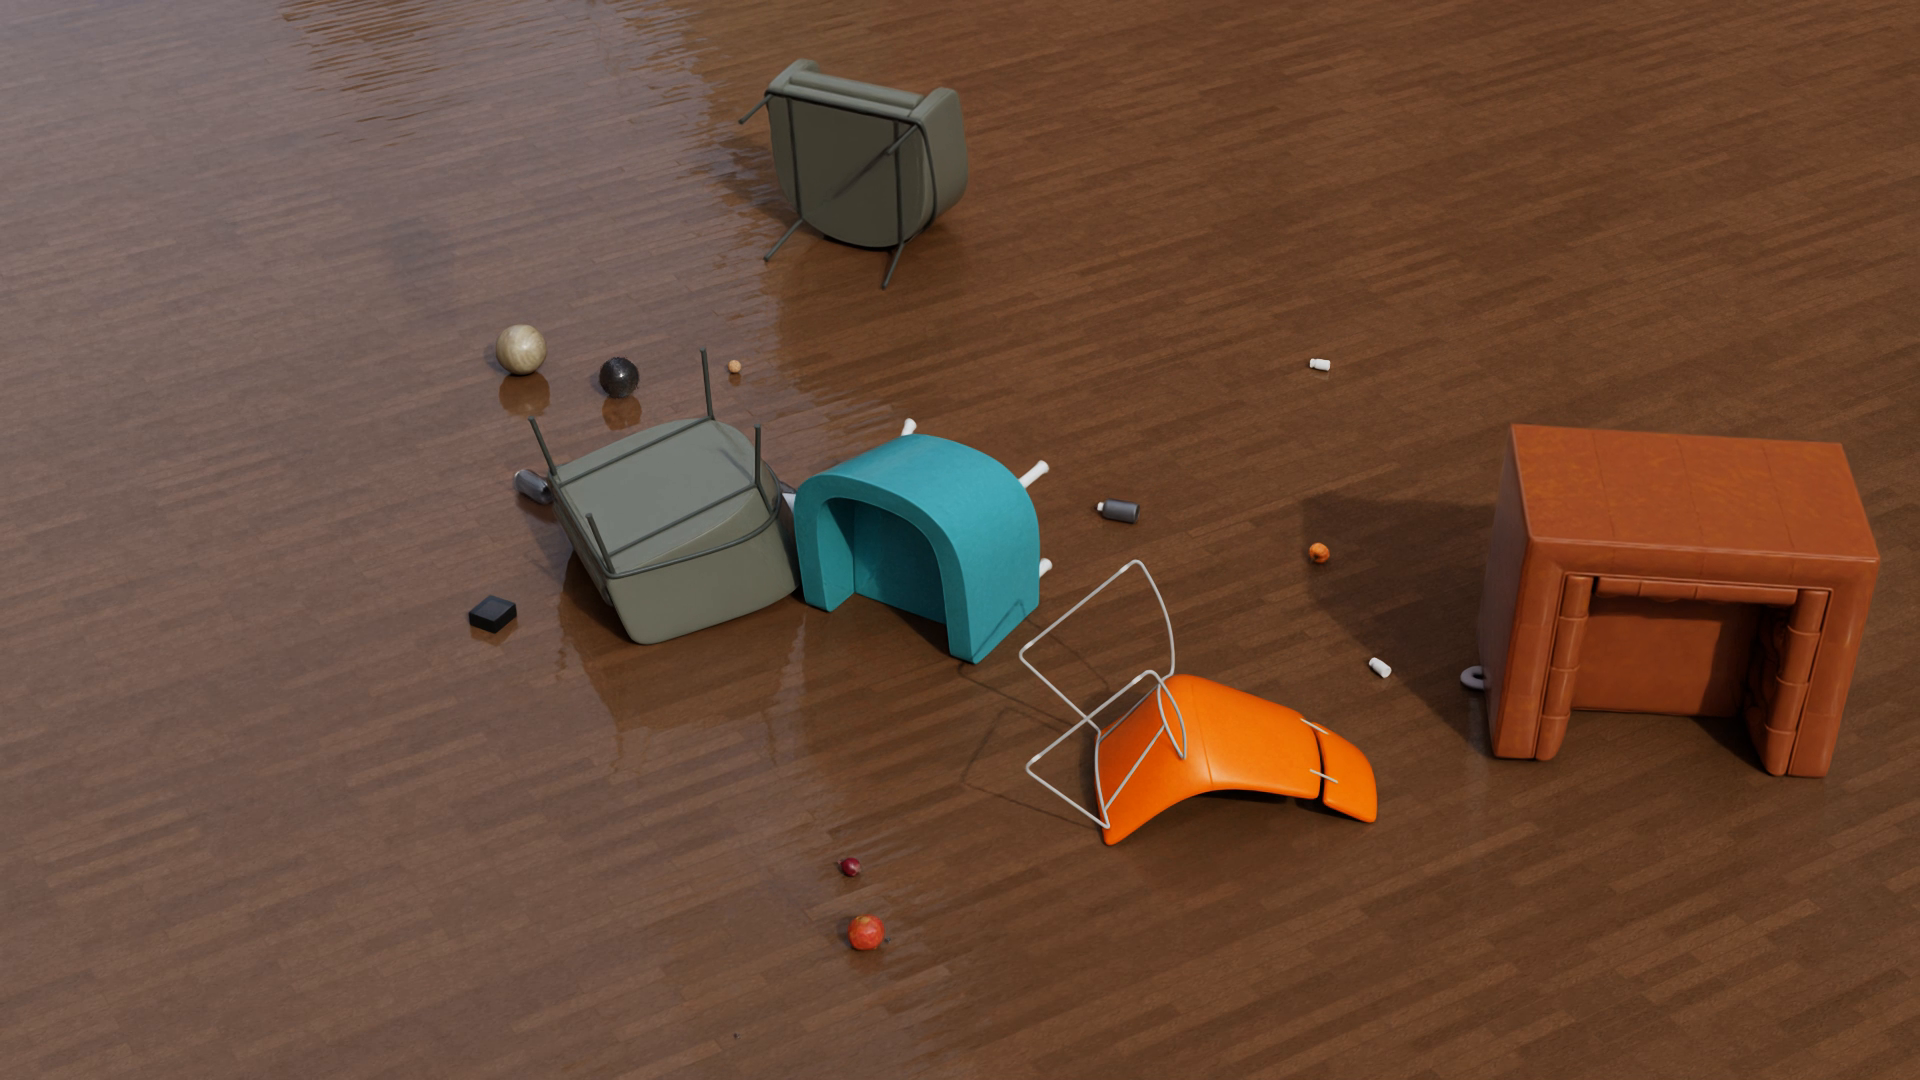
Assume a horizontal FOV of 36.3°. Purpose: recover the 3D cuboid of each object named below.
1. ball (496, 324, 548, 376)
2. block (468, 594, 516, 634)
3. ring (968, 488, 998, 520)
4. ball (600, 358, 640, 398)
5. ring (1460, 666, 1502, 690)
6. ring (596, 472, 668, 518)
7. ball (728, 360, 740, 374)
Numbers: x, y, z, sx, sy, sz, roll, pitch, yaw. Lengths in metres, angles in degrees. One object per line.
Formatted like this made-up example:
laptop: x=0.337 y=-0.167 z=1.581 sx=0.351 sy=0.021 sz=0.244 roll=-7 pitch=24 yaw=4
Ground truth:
ball: x=-1.786 y=-0.775 z=11.931 sx=0.209 sy=0.209 sz=0.209 roll=0 pitch=33 yaw=0
block: x=-1.672 y=0.265 z=10.492 sx=0.112 sy=0.055 sz=0.128 roll=17 pitch=37 yaw=24
ring: x=0.089 y=-0.140 z=11.112 sx=0.112 sy=0.049 sz=0.196 roll=2 pitch=33 yaw=1
ball: x=-1.370 y=-0.654 z=11.792 sx=0.160 sy=0.160 sz=0.160 roll=0 pitch=33 yaw=0
ring: x=1.809 y=0.479 z=10.185 sx=0.150 sy=0.036 sz=0.116 roll=-9 pitch=36 yaw=-17
ring: x=-1.250 y=-0.173 z=11.150 sx=0.275 sy=0.062 sz=0.295 roll=-2 pitch=33 yaw=-4
ball: x=-0.921 y=-0.708 z=11.969 sx=0.054 sy=0.054 sz=0.054 roll=0 pitch=33 yaw=0
